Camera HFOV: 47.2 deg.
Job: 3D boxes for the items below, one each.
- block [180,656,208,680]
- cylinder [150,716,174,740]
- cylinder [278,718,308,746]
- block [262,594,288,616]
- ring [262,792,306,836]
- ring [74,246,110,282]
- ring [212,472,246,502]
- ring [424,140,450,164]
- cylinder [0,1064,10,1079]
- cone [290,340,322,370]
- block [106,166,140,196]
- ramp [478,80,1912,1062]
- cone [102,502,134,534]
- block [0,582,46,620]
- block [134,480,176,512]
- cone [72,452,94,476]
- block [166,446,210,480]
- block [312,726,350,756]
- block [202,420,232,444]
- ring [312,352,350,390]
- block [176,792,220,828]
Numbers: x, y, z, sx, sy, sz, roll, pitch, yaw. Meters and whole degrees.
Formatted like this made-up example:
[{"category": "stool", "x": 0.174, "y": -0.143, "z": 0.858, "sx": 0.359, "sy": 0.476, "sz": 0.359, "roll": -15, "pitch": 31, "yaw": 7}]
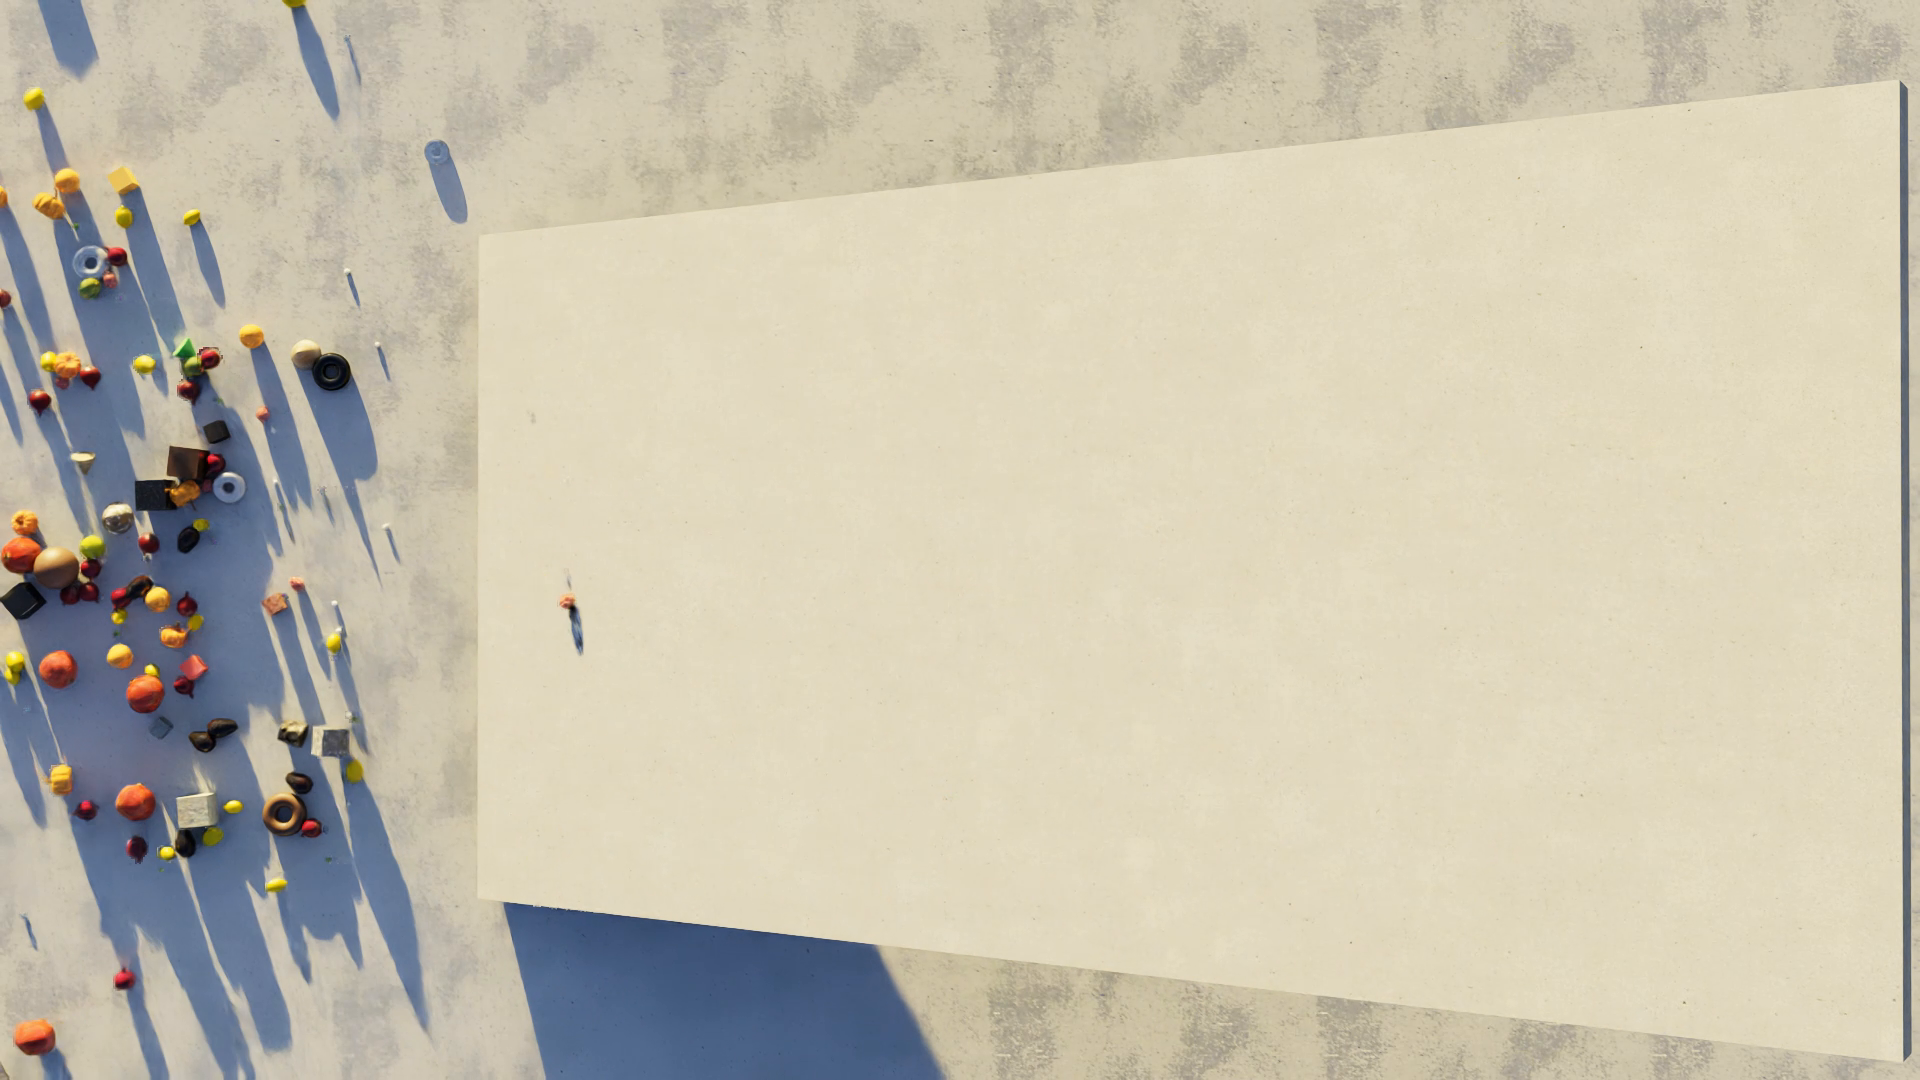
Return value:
[{"category": "block", "x": -2.330, "y": 0.388, "z": 6.687, "sx": 0.052, "sy": 0.052, "sz": 0.052, "roll": -38, "pitch": 90, "yaw": 0}, {"category": "cylinder", "x": -2.429, "y": 0.572, "z": 6.686, "sx": 0.051, "sy": 0.051, "sz": 0.051, "roll": 42, "pitch": 90, "yaw": 0}, {"category": "cylinder", "x": -2.024, "y": 0.586, "z": 6.678, "sx": 0.068, "sy": 0.068, "sz": 0.068, "roll": 20, "pitch": 90, "yaw": 0}, {"category": "block", "x": -2.085, "y": 0.197, "z": 6.690, "sx": 0.050, "sy": 0.050, "sz": 0.050, "roll": -30, "pitch": 90, "yaw": 0}, {"category": "ring", "x": -2.053, "y": 0.834, "z": 6.687, "sx": 0.135, "sy": 0.045, "sz": 0.135, "roll": 0, "pitch": 88, "yaw": 0}, {"category": "ring", "x": -2.649, "y": -0.844, "z": 6.706, "sx": 0.110, "sy": 0.037, "sz": 0.110, "roll": 0, "pitch": 88, "yaw": 0}, {"category": "ring", "x": -2.226, "y": -0.161, "z": 6.697, "sx": 0.097, "sy": 0.032, "sz": 0.097, "roll": -2, "pitch": 102, "yaw": -9}, {"category": "ring", "x": -1.598, "y": -1.185, "z": 6.714, "sx": 0.078, "sy": 0.026, "sz": 0.078, "roll": 0, "pitch": 89, "yaw": 1}, {"category": "cylinder", "x": -2.927, "y": 1.628, "z": 6.668, "sx": 0.067, "sy": 0.067, "sz": 0.067, "roll": -30, "pitch": 89, "yaw": 0}, {"category": "cone", "x": -1.998, "y": -0.565, "z": 6.674, "sx": 0.095, "sy": 0.095, "sz": 0.095, "roll": 0, "pitch": 89, "yaw": 0}, {"category": "block", "x": -2.549, "y": -1.094, "z": 6.697, "sx": 0.058, "sy": 0.058, "sz": 0.058, "roll": -31, "pitch": 90, "yaw": 0}, {"category": "ramp", "x": 0.258, "y": 0.071, "z": 5.595, "sx": 4.000, "sy": 0.100, "sz": 2.000, "roll": 0, "pitch": 89, "yaw": 33}, {"category": "cone", "x": -2.572, "y": -0.067, "z": 6.668, "sx": 0.099, "sy": 0.099, "sz": 0.099, "roll": 0, "pitch": 89, "yaw": 0}, {"category": "block", "x": -2.844, "y": 0.185, "z": 6.675, "sx": 0.080, "sy": 0.080, "sz": 0.080, "roll": -40, "pitch": 90, "yaw": 0}, {"category": "block", "x": -2.440, "y": -0.135, "z": 6.673, "sx": 0.091, "sy": 0.091, "sz": 0.091, "roll": -3, "pitch": 90, "yaw": 0}, {"category": "cone", "x": -2.670, "y": -0.225, "z": 6.704, "sx": 0.067, "sy": 0.067, "sz": 0.067, "roll": 5, "pitch": 116, "yaw": 0}, {"category": "block", "x": -2.342, "y": -0.233, "z": 6.673, "sx": 0.091, "sy": 0.091, "sz": 0.091, "roll": 7, "pitch": 90, "yaw": 0}, {"category": "block", "x": -1.903, "y": 0.610, "z": 6.654, "sx": 0.082, "sy": 0.082, "sz": 0.082, "roll": 4, "pitch": 89, "yaw": -35}, {"category": "block", "x": -2.262, "y": -0.329, "z": 6.693, "sx": 0.054, "sy": 0.054, "sz": 0.054, "roll": -23, "pitch": 90, "yaw": 0}, {"category": "ring", "x": -1.915, "y": -0.513, "z": 6.702, "sx": 0.117, "sy": 0.039, "sz": 0.117, "roll": 0, "pitch": 89, "yaw": -1}, {"category": "block", "x": -2.309, "y": 0.819, "z": 6.664, "sx": 0.091, "sy": 0.091, "sz": 0.091, "roll": -5, "pitch": 90, "yaw": 0}]
